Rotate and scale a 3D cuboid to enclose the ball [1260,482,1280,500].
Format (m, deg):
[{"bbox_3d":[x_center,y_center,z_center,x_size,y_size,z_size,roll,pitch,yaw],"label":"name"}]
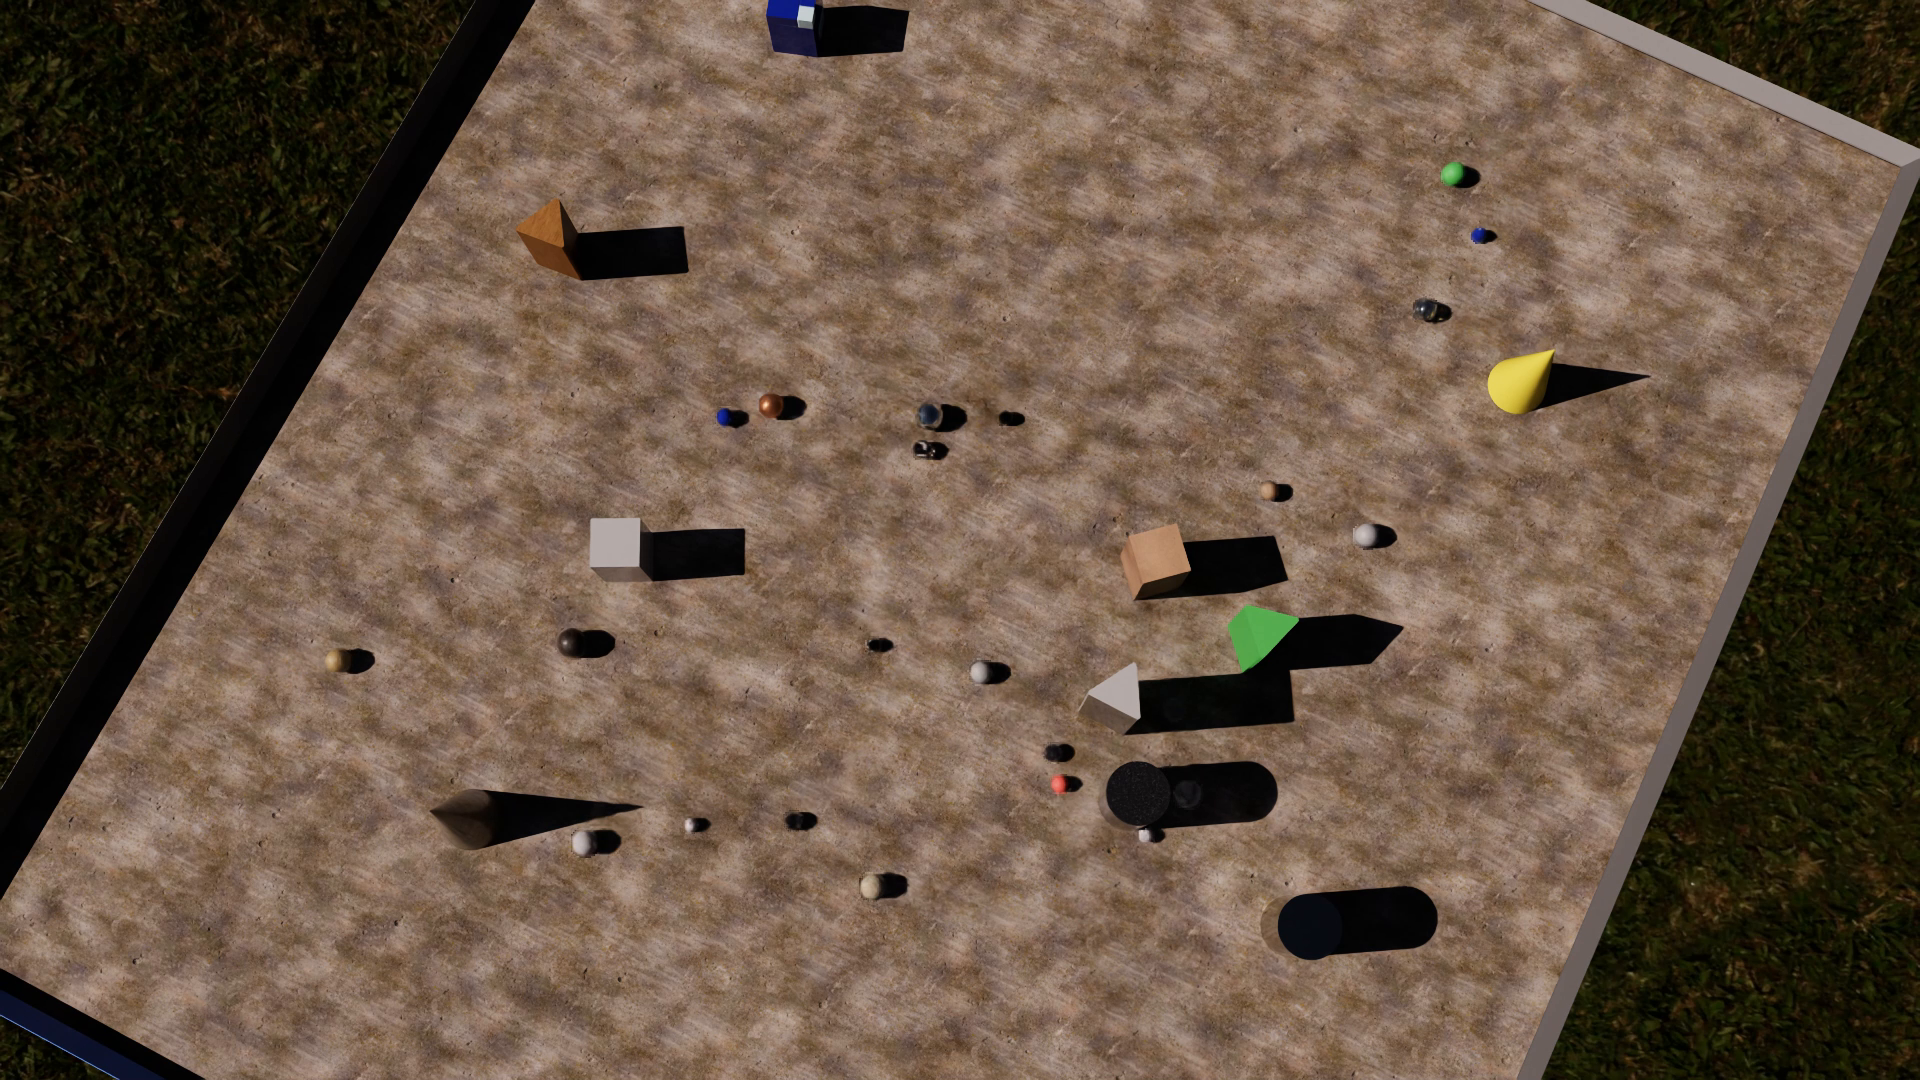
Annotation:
[{"bbox_3d":[0.950,-0.149,5.617,0.059,0.059,0.059,0,78,0],"label":"ball"}]

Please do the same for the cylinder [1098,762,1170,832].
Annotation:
[{"bbox_3d":[0.501,0.744,5.303,0.181,0.313,0.181,0,78,0],"label":"cylinder"}]

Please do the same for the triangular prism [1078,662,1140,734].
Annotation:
[{"bbox_3d":[0.456,0.445,5.297,0.157,0.446,0.136,27,80,5],"label":"triangular prism"}]

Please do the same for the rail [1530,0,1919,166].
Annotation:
[{"bbox_3d":[1.091,-2.130,5.995,4.339,0.118,0.045,26,80,5],"label":"rail"}]

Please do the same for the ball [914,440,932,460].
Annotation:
[{"bbox_3d":[-0.114,-0.279,5.643,0.060,0.060,0.060,0,78,0],"label":"ball"}]

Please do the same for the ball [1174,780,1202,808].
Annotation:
[{"bbox_3d":[0.674,0.750,5.419,0.083,0.083,0.083,0,78,0],"label":"ball"}]

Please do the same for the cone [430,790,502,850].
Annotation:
[{"bbox_3d":[-1.449,0.785,5.223,0.181,0.452,0.181,0,78,0],"label":"cone"}]

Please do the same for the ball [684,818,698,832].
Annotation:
[{"bbox_3d":[-0.795,0.843,5.421,0.042,0.042,0.042,0,78,0],"label":"ball"}]

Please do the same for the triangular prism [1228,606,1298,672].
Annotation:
[{"bbox_3d":[0.863,0.268,5.390,0.136,0.335,0.157,44,82,8],"label":"triangular prism"}]

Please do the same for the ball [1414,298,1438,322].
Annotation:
[{"bbox_3d":[1.457,-0.719,5.729,0.070,0.070,0.070,0,78,0],"label":"ball"}]

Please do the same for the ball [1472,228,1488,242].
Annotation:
[{"bbox_3d":[1.644,-0.966,5.792,0.046,0.046,0.046,0,78,0],"label":"ball"}]

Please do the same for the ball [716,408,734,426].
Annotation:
[{"bbox_3d":[-0.726,-0.380,5.667,0.055,0.055,0.055,0,78,0],"label":"ball"}]

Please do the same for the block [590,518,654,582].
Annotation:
[{"bbox_3d":[-1.010,0.032,5.484,0.145,0.246,0.145,-1,78,0],"label":"block"}]

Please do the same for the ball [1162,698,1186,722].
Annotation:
[{"bbox_3d":[0.640,0.508,5.475,0.072,0.072,0.072,0,78,0],"label":"ball"}]

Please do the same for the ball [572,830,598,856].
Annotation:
[{"bbox_3d":[-1.102,0.891,5.394,0.076,0.076,0.076,0,78,0],"label":"ball"}]

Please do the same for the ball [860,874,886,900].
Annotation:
[{"bbox_3d":[-0.253,1.015,5.367,0.077,0.077,0.077,0,78,0],"label":"ball"}]

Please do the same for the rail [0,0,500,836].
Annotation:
[{"bbox_3d":[-1.919,-0.934,5.748,0.045,0.118,4.926,26,80,5],"label":"rail"}]

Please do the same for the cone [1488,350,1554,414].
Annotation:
[{"bbox_3d":[1.737,-0.519,5.531,0.181,0.376,0.181,0,78,0],"label":"cone"}]

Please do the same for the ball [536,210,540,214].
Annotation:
[{"bbox_3d":[-1.317,-1.007,5.790,0.068,0.068,0.068,0,78,0],"label":"ball"}]

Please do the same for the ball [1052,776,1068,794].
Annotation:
[{"bbox_3d":[0.297,0.725,5.440,0.052,0.052,0.052,0,78,0],"label":"ball"}]

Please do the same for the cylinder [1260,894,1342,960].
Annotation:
[{"bbox_3d":[0.972,1.104,5.234,0.181,0.301,0.181,0,78,0],"label":"cylinder"}]

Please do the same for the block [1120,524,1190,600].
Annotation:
[{"bbox_3d":[0.579,0.068,5.451,0.145,0.295,0.145,-15,79,-3],"label":"block"}]

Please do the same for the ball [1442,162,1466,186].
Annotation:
[{"bbox_3d":[1.570,-1.163,5.820,0.072,0.072,0.072,0,78,0],"label":"ball"}]

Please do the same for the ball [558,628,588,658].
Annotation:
[{"bbox_3d":[-1.164,0.311,5.506,0.091,0.091,0.091,0,78,0],"label":"ball"}]

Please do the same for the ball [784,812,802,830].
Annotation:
[{"bbox_3d":[-0.491,0.832,5.417,0.053,0.053,0.053,0,78,0],"label":"ball"}]

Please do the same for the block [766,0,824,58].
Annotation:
[{"bbox_3d":[-0.522,-1.669,5.837,0.145,0.243,0.145,8,78,2],"label":"block"}]

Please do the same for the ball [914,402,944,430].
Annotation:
[{"bbox_3d":[-0.095,-0.382,5.649,0.090,0.090,0.090,0,78,0],"label":"ball"}]

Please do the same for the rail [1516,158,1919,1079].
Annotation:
[{"bbox_3d":[1.919,0.946,5.360,0.045,0.118,4.926,26,80,5],"label":"rail"}]

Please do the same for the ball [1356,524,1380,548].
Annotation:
[{"bbox_3d":[1.241,-0.014,5.581,0.074,0.074,0.074,0,78,0],"label":"ball"}]

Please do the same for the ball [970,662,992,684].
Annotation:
[{"bbox_3d":[0.064,0.398,5.499,0.069,0.069,0.069,0,78,0],"label":"ball"}]

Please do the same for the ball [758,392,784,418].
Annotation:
[{"bbox_3d":[-0.583,-0.415,5.661,0.081,0.081,0.081,0,78,0],"label":"ball"}]

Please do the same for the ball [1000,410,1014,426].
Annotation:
[{"bbox_3d":[0.144,-0.378,5.671,0.045,0.045,0.045,0,78,0],"label":"ball"}]

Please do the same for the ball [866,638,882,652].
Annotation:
[{"bbox_3d":[-0.259,0.318,5.528,0.044,0.044,0.044,0,78,0],"label":"ball"}]

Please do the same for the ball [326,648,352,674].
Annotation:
[{"bbox_3d":[-1.867,0.362,5.503,0.075,0.075,0.075,0,78,0],"label":"ball"}]

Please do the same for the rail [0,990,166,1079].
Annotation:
[{"bbox_3d":[-1.091,2.143,5.112,4.339,0.118,0.045,26,80,5],"label":"rail"}]

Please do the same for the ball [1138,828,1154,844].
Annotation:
[{"bbox_3d":[0.549,0.872,5.413,0.046,0.046,0.046,0,78,0],"label":"ball"}]

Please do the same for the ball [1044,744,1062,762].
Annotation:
[{"bbox_3d":[0.276,0.634,5.458,0.054,0.054,0.054,0,78,0],"label":"ball"}]

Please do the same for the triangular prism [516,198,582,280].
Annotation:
[{"bbox_3d":[-1.239,-0.940,5.661,0.157,0.292,0.136,21,79,4],"label":"triangular prism"}]
